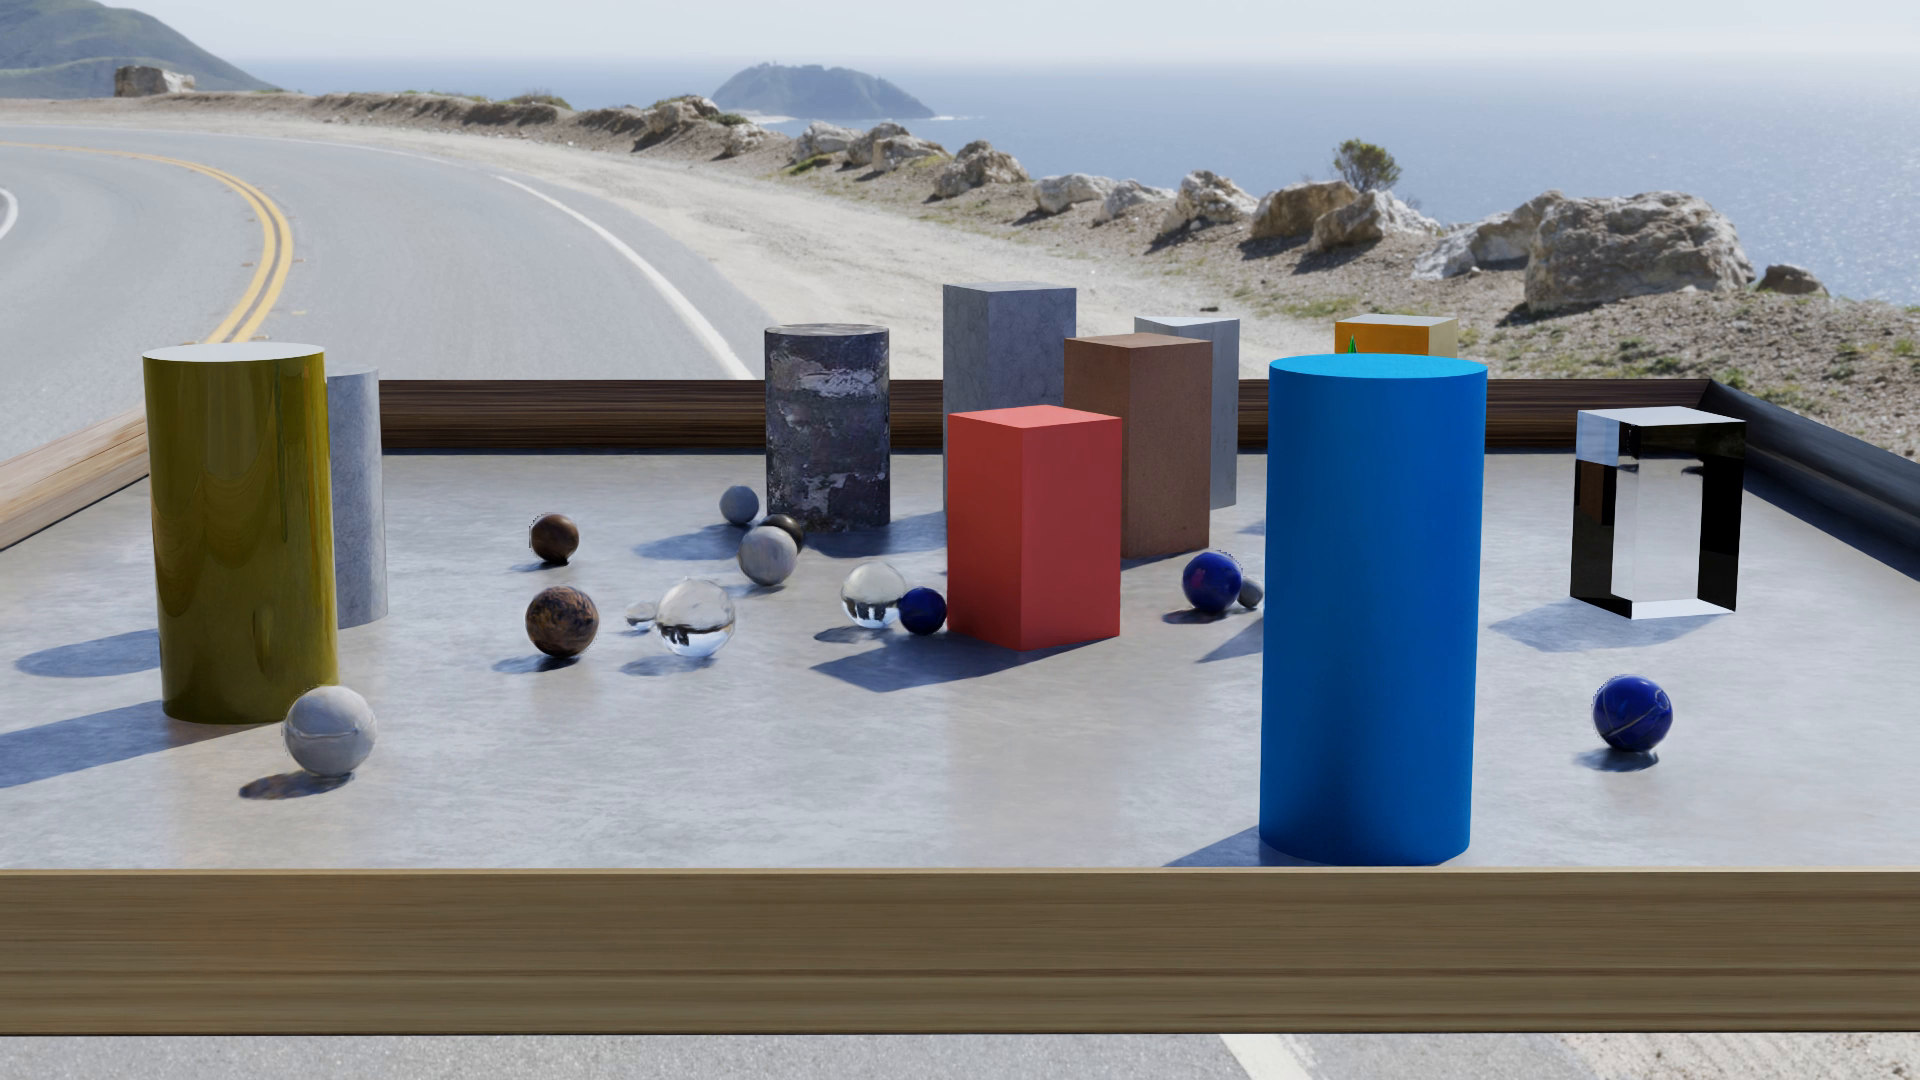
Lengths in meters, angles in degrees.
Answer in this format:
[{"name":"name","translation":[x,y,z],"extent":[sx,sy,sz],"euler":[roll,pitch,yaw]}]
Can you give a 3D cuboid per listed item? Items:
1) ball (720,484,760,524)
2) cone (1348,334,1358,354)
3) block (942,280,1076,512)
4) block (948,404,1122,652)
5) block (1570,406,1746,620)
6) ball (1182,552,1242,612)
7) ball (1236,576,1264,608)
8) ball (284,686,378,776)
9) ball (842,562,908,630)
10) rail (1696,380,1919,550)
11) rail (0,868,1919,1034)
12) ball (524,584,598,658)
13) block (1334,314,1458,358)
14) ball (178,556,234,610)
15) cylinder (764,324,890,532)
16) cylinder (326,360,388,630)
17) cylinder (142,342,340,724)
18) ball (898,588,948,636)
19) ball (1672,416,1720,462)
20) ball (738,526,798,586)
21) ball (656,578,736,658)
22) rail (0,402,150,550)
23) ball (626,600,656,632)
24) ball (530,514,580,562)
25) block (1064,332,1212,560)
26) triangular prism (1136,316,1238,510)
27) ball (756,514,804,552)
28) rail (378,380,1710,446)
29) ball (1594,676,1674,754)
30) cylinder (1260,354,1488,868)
[{"name":"ball","translation":[-0.355,-0.057,4.122],"extent":[0.064,0.064,0.064],"euler":[0,10,0]},{"name":"cone","translation":[0.517,-0.085,3.411],"extent":[0.200,0.379,0.200],"euler":[0,10,0]},{"name":"block","translation":[0.080,-0.227,4.187],"extent":[0.160,0.375,0.160],"euler":[-5,12,-27]},{"name":"block","translation":[0.095,-0.019,3.313],"extent":[0.160,0.284,0.160],"euler":[-7,13,-35]},{"name":"block","translation":[0.948,-0.040,3.493],"extent":[0.160,0.260,0.160],"euler":[-3,11,-17]},{"name":"ball","translation":[0.340,0.057,3.458],"extent":[0.082,0.082,0.082],"euler":[0,10,0]},{"name":"ball","translation":[0.393,0.071,3.492],"extent":[0.042,0.042,0.042],"euler":[0,10,0]},{"name":"ball","translation":[-0.653,0.198,2.661],"extent":[0.094,0.094,0.094],"euler":[0,10,0]},{"name":"ball","translation":[-0.112,0.073,3.357],"extent":[0.088,0.088,0.088],"euler":[0,10,0]},{"name":"rail","translation":[1.436,0.032,3.457],"extent":[0.045,0.130,3.065],"euler":[0,10,0]},{"name":"rail","translation":[0.009,0.308,1.965],"extent":[2.920,0.130,0.045],"euler":[0,10,0]},{"name":"ball","translation":[-0.496,0.101,3.195],"extent":[0.091,0.091,0.091],"euler":[0,10,0]},{"name":"block","translation":[0.727,-0.213,4.289],"extent":[0.160,0.311,0.160],"euler":[5,12,27]},{"name":"ball","translation":[-1.019,0.058,3.472],"extent":[0.074,0.074,0.074],"euler":[0,10,0]},{"name":"cylinder","translation":[-0.213,-0.183,4.125],"extent":[0.200,0.312,0.200],"euler":[0,10,0]},{"name":"cylinder","translation":[-0.869,-0.062,3.412],"extent":[0.200,0.332,0.200],"euler":[0,10,0]},{"name":"cylinder","translation":[-0.819,-0.012,2.934],"extent":[0.200,0.408,0.200],"euler":[0,10,0]},{"name":"ball","translation":[-0.048,0.092,3.320],"extent":[0.063,0.063,0.063],"euler":[0,10,0]},{"name":"ball","translation":[1.367,-0.186,4.763],"extent":[0.086,0.086,0.086],"euler":[0,10,0]},{"name":"ball","translation":[-0.272,0.022,3.636],"extent":[0.086,0.086,0.086],"euler":[0,10,0]},{"name":"ball","translation":[-0.329,0.097,3.190],"extent":[0.100,0.100,0.100],"euler":[0,10,0]},{"name":"rail","translation":[-1.436,0.035,3.441],"extent":[0.045,0.130,3.065],"euler":[0,10,0]},{"name":"ball","translation":[-0.415,0.099,3.344],"extent":[0.041,0.041,0.041],"euler":[0,10,0]},{"name":"ball","translation":[-0.601,-0.003,3.808],"extent":[0.073,0.073,0.073],"euler":[0,10,0]},{"name":"block","translation":[0.270,-0.147,3.915],"extent":[0.160,0.317,0.160],"euler":[-7,13,-34]},{"name":"triangular prism","translation":[0.350,-0.212,4.275],"extent":[0.150,0.313,0.173],"euler":[9,14,41]},{"name":"ball","translation":[-0.268,-0.002,3.803],"extent":[0.074,0.074,0.074],"euler":[0,10,0]},{"name":"rail","translation":[-0.009,-0.241,4.932],"extent":[2.920,0.130,0.045],"euler":[0,10,0]},{"name":"ball","translation":[0.722,0.187,2.752],"extent":[0.083,0.083,0.083],"euler":[0,10,0]},{"name":"cylinder","translation":[0.387,0.061,2.416],"extent":[0.200,0.453,0.200],"euler":[0,10,0]}]
